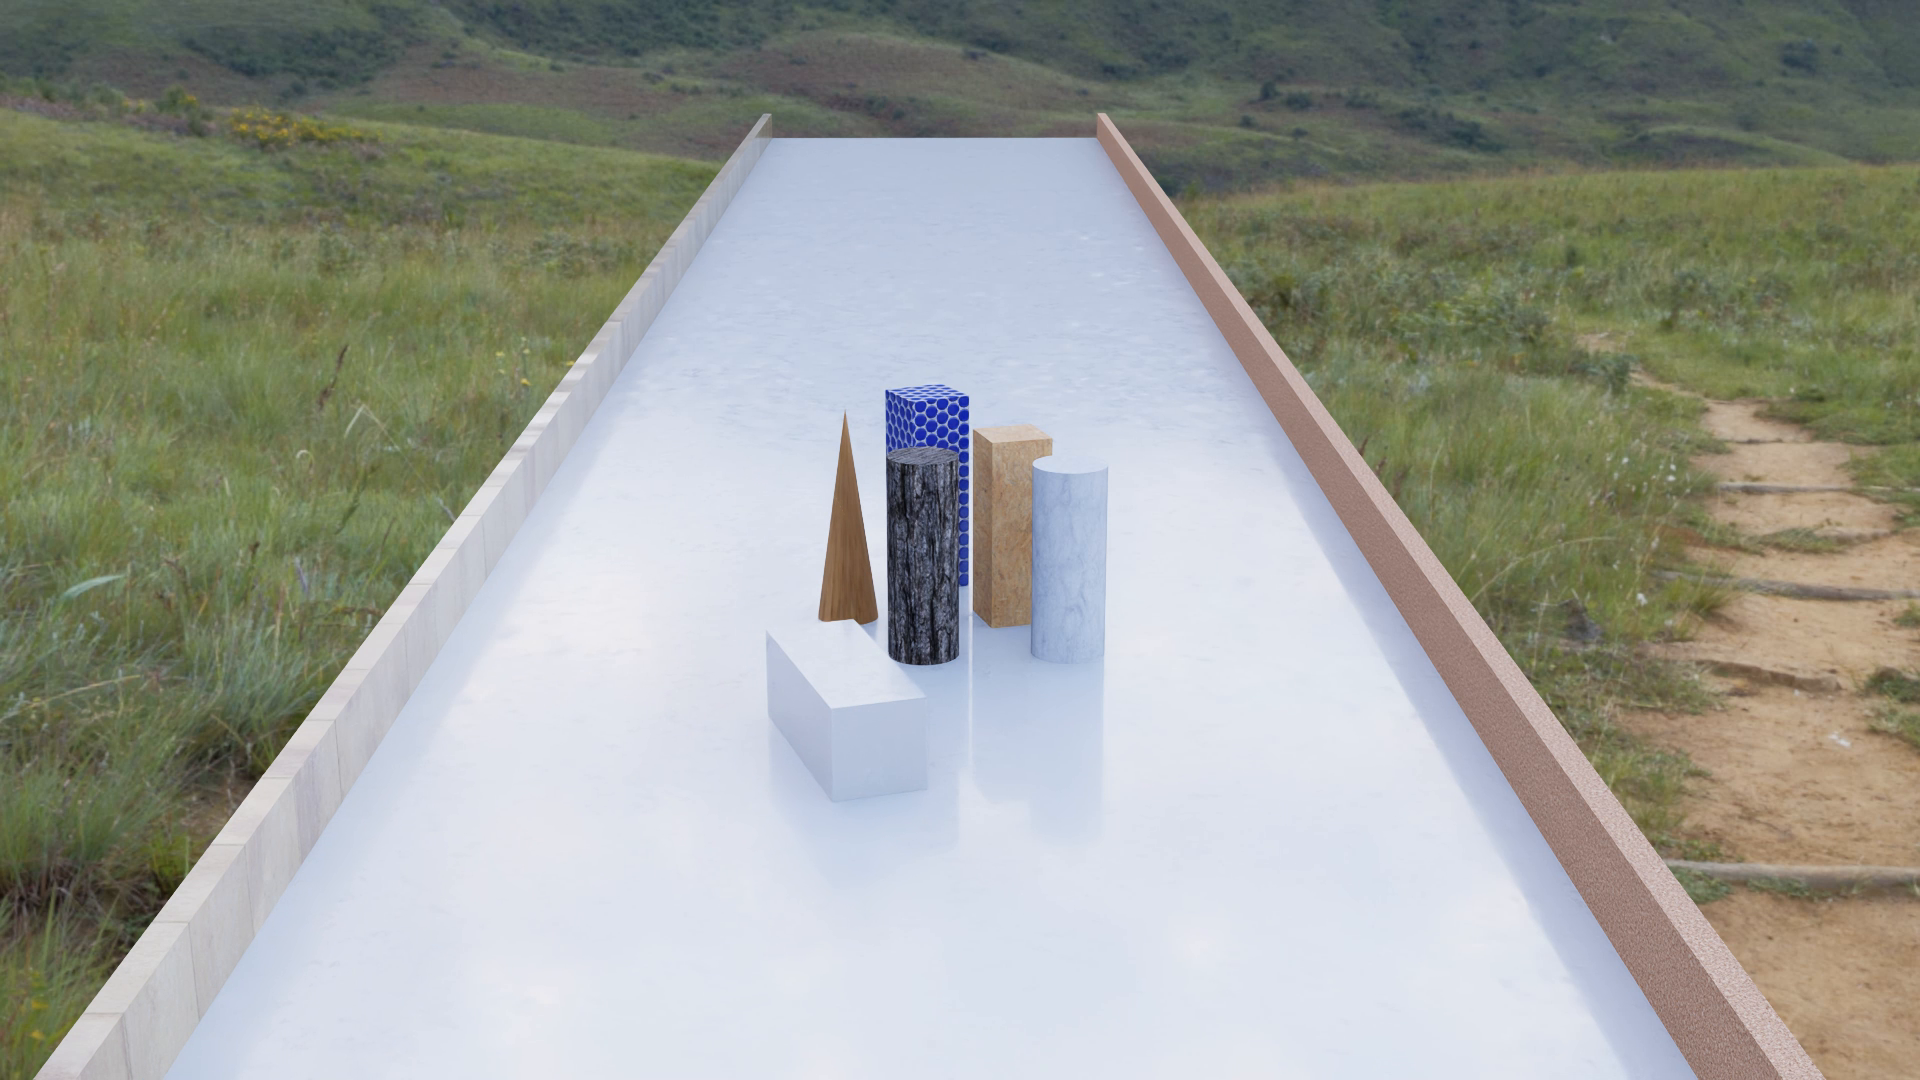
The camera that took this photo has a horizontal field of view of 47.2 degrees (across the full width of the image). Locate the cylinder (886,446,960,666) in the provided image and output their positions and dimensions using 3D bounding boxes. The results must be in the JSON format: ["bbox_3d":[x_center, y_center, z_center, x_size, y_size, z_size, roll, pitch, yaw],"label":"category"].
[{"bbox_3d":[-0.074,0.032,4.395,0.144,0.413,0.144,0,17,0],"label":"cylinder"}]

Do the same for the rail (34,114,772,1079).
[{"bbox_3d":[-1.118,-0.838,7.780,0.050,0.150,12.000,0,17,-1],"label":"rail"}]

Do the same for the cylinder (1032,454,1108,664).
[{"bbox_3d":[0.219,0.038,4.408,0.150,0.394,0.150,0,17,0],"label":"cylinder"}]

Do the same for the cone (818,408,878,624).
[{"bbox_3d":[-0.238,-0.056,4.617,0.129,0.456,0.129,0,17,0],"label":"cone"}]

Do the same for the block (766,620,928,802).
[{"bbox_3d":[-0.208,0.297,3.930,0.170,0.170,0.437,-6,17,-18],"label":"block"}]

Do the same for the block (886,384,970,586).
[{"bbox_3d":[-0.072,-0.114,4.854,0.137,0.431,0.137,-8,18,-26],"label":"block"}]

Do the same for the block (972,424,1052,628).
[{"bbox_3d":[0.109,-0.030,4.625,0.131,0.400,0.131,-5,17,-17],"label":"block"}]

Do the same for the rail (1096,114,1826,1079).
[{"bbox_3d":[0.932,-0.844,7.801,0.050,0.150,12.000,0,17,-1],"label":"rail"}]
